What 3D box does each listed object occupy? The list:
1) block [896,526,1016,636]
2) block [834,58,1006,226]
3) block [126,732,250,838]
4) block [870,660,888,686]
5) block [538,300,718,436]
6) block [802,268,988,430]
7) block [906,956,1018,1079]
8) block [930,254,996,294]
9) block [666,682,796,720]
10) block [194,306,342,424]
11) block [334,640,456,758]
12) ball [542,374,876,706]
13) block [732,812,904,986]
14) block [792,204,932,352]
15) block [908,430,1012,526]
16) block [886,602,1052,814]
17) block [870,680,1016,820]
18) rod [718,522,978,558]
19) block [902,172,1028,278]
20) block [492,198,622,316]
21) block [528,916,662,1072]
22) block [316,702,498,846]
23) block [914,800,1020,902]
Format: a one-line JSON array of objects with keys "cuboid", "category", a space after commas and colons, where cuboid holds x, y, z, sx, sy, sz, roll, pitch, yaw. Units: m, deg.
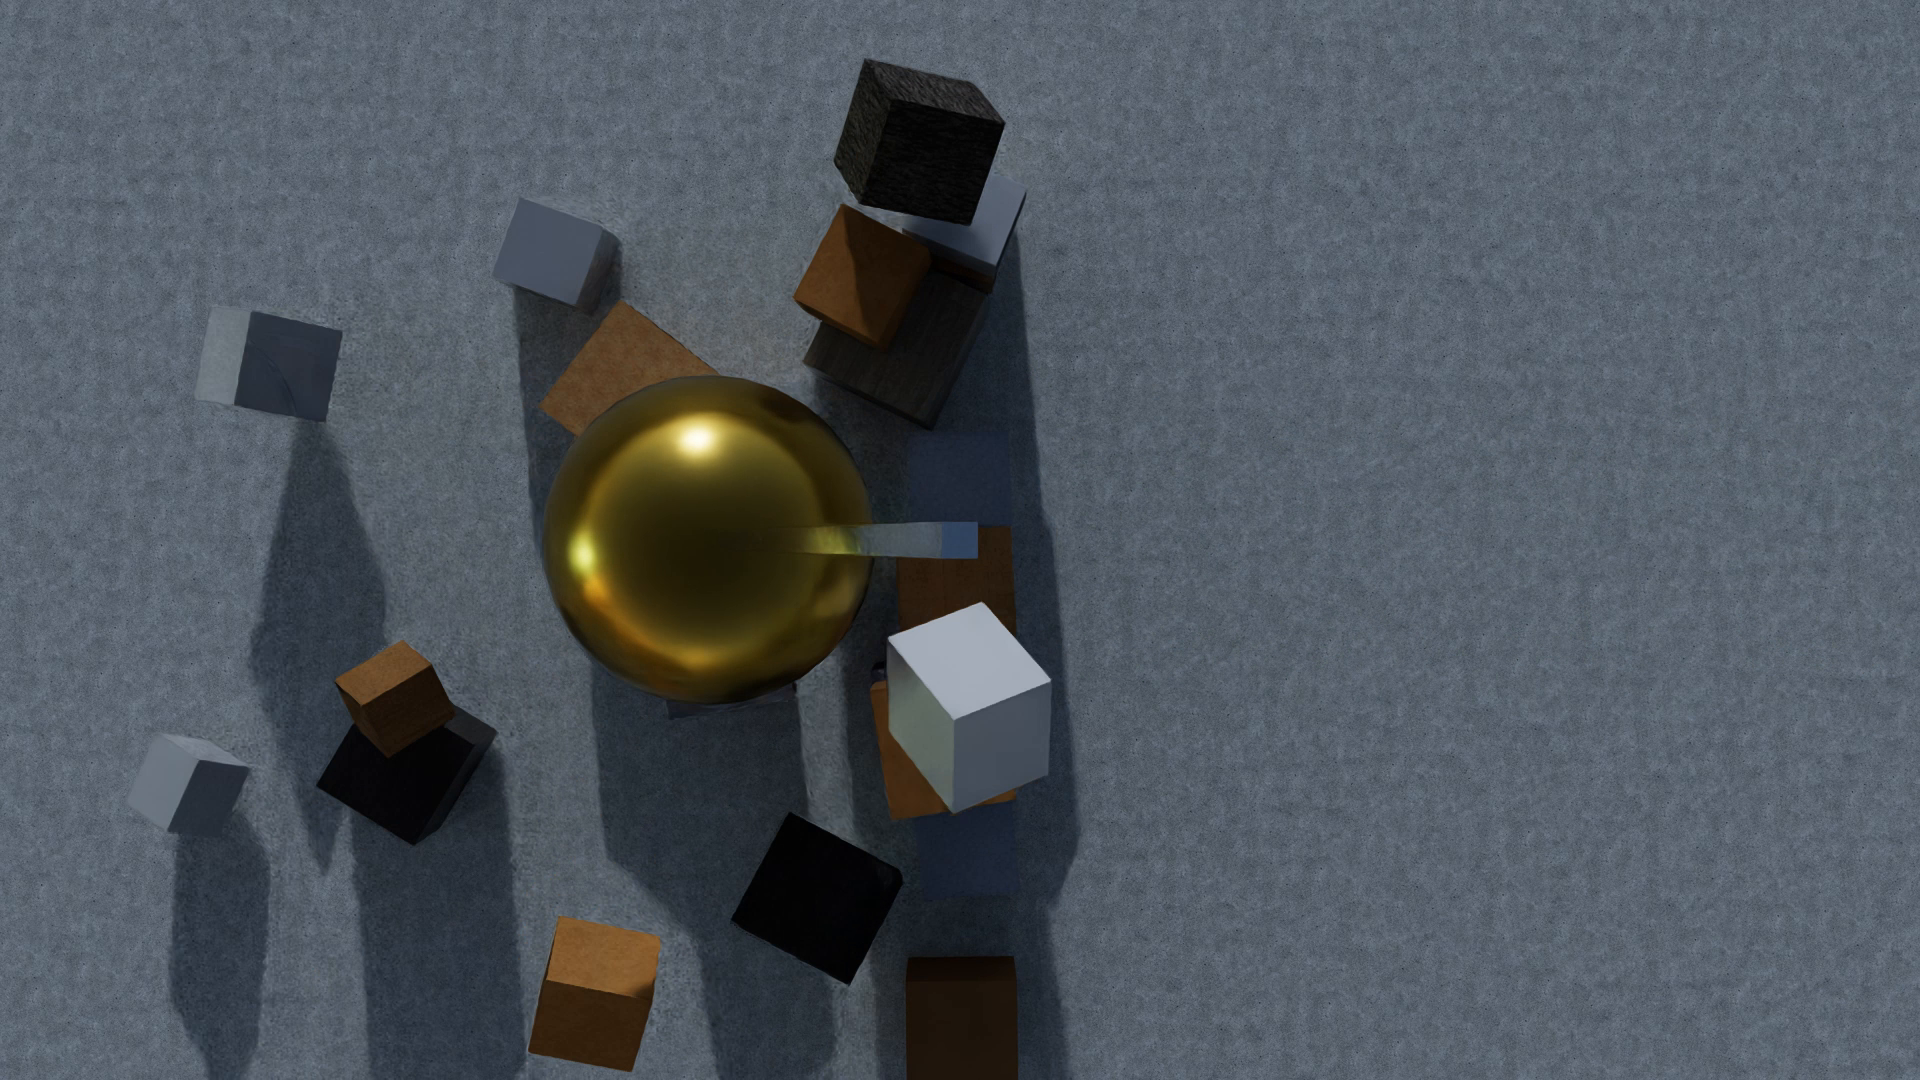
[{"cuboid": [-0.025, 0.247, 12.657, 0.654, 0.687, 0.614, -3, 90, 0], "category": "block"}, {"cuboid": [-0.218, -2.057, 11.389, 0.621, 0.567, 0.579, 8, 118, -23], "category": "block"}, {"cuboid": [-4.464, 1.419, 12.730, 0.381, 0.403, 0.445, 24, 90, 30], "category": "block"}, {"cuboid": [-0.065, 1.024, 12.584, 0.756, 0.831, 0.731, -9, 90, 0], "category": "block"}, {"cuboid": [-1.803, -0.802, 12.586, 0.753, 0.799, 0.752, 37, 90, 2], "category": "block"}, {"cuboid": [-0.352, -1.163, 12.570, 0.754, 0.837, 0.780, 26, 90, 2], "category": "block"}, {"cuboid": [0.011, 2.789, 12.647, 0.622, 0.706, 0.650, -1, 90, 0], "category": "block"}, {"cuboid": [0.012, -1.772, 12.720, 0.497, 0.559, 0.531, 15, 90, 0], "category": "block"}, {"cuboid": [-1.347, 0.647, 12.631, 0.709, 0.677, 0.592, -10, 91, -4], "category": "block"}, {"cuboid": [-3.940, -0.998, 12.527, 0.557, 0.520, 0.533, 11, 89, -43], "category": "block"}, {"cuboid": [-3.115, 0.873, 12.131, 0.434, 0.407, 0.362, -33, 124, -24], "category": "block"}, {"cuboid": [-1.206, 0.000, 10.622, 1.600, 1.600, 1.600, 0, 90, 0], "category": "ball"}, {"cuboid": [-0.768, 1.979, 12.073, 0.677, 0.751, 0.647, 27, 78, 6], "category": "block"}, {"cuboid": [-0.518, -1.403, 11.863, 0.508, 0.591, 0.563, 28, 90, 2], "category": "block"}, {"cuboid": [-0.001, -0.341, 12.722, 0.571, 0.555, 0.535, -2, 90, 0], "category": "block"}, {"cuboid": [0.038, 0.815, 10.753, 0.537, 0.655, 0.634, -20, 134, -23], "category": "block"}, {"cuboid": [-0.089, 1.073, 11.836, 0.662, 0.665, 0.690, -10, 90, 0], "category": "block"}, {"cuboid": [-0.523, 0.000, 7.292, 0.080, 5.200, 0.080, 0, 90, -12], "category": "rod"}, {"cuboid": [0.025, -1.796, 12.154, 0.549, 0.572, 0.463, 22, 90, 0], "category": "block"}, {"cuboid": [-2.330, -1.635, 12.736, 0.513, 0.504, 0.475, 20, 90, 3], "category": "block"}, {"cuboid": [-1.981, 2.466, 11.954, 0.568, 0.527, 0.522, 13, 118, -9], "category": "block"}, {"cuboid": [-3.184, 1.261, 12.704, 0.650, 0.551, 0.677, 32, 94, 0], "category": "block"}, {"cuboid": [0.036, 1.725, 12.743, 0.558, 0.515, 0.598, -6, 90, 0], "category": "block"}]
